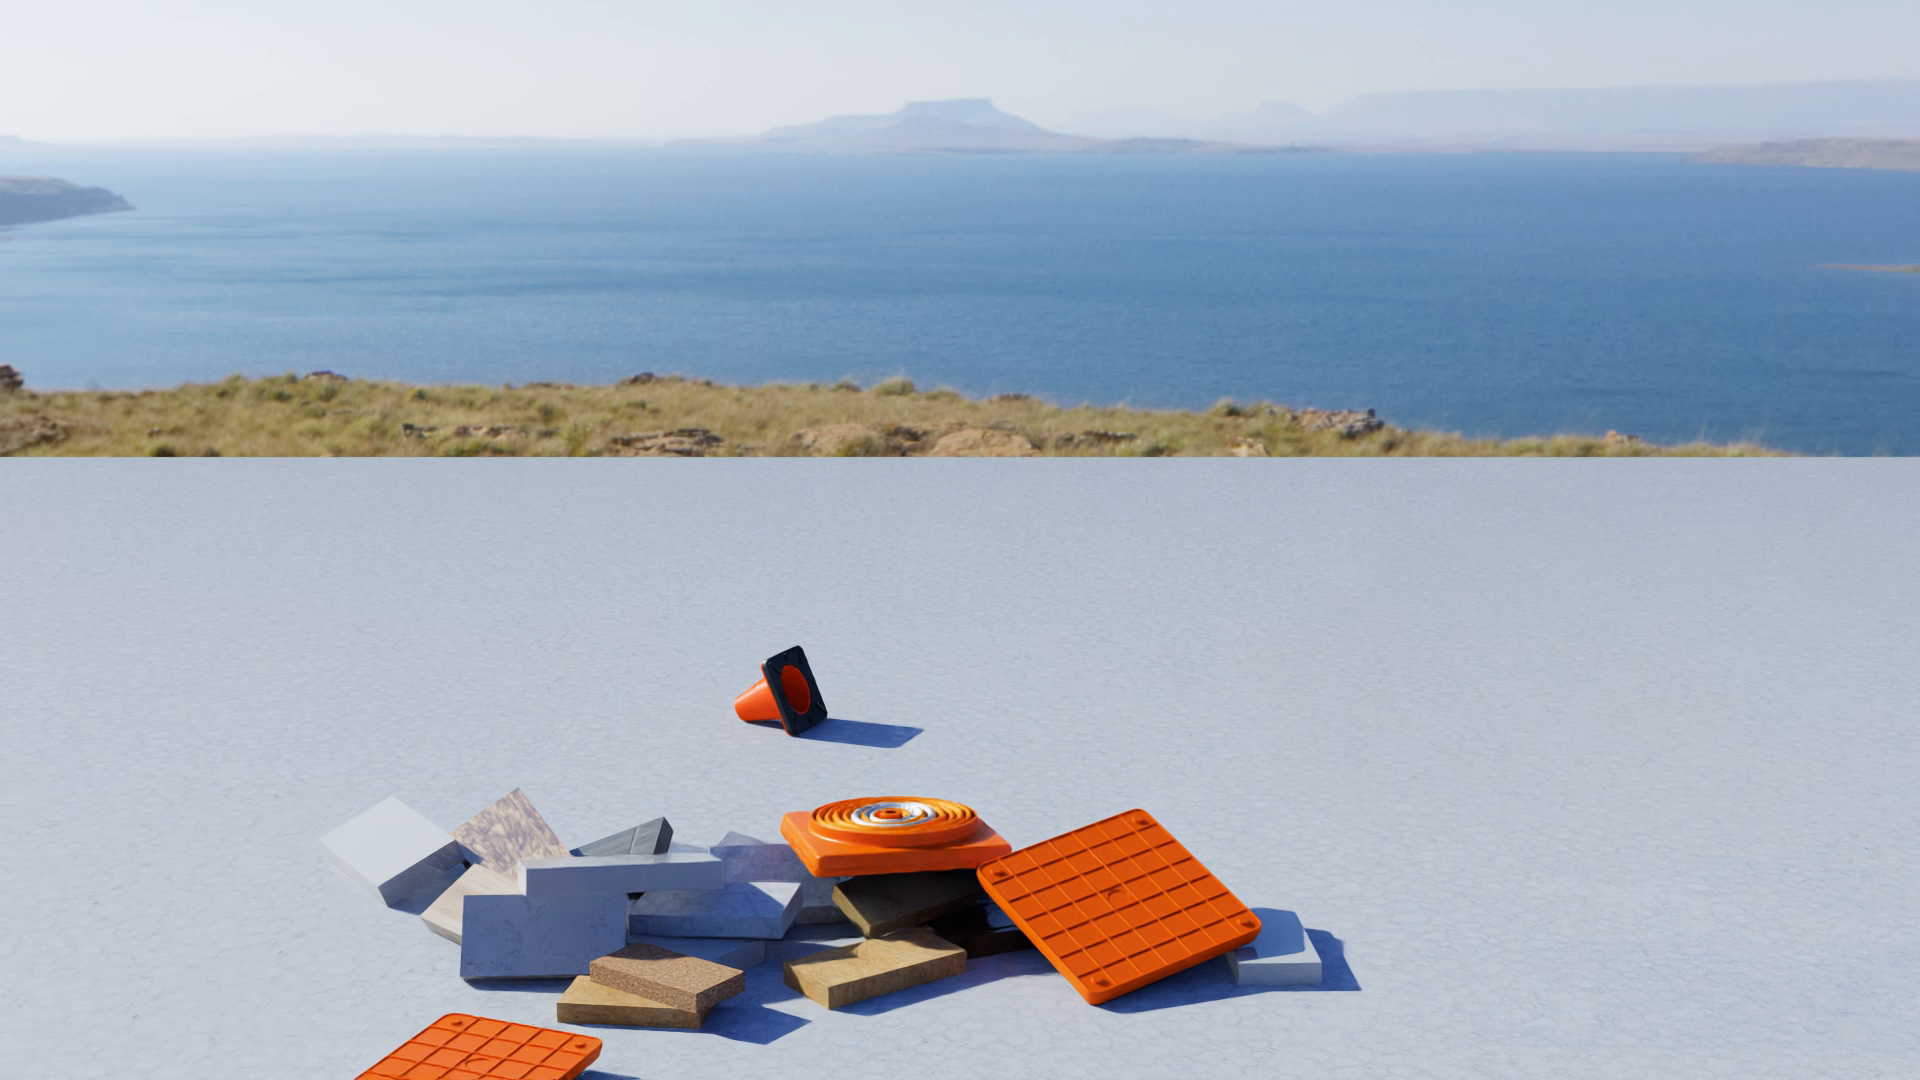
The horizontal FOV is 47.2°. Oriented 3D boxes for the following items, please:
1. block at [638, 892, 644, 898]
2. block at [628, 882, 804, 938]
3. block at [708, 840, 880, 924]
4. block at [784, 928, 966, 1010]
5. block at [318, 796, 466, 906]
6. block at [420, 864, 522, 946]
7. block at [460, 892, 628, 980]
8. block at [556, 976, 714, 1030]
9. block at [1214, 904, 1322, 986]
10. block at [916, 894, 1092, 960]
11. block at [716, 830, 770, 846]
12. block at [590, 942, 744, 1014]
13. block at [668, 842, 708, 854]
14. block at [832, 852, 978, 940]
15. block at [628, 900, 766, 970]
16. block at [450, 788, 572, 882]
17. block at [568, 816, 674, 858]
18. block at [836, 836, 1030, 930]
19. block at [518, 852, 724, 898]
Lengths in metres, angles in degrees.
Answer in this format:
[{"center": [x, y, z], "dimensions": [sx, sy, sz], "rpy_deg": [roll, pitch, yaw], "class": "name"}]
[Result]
[{"center": [-0.483, 0.582, 3.670], "dimensions": [0.103, 0.015, 0.051], "rpy_deg": [0, 11, -2], "class": "block"}, {"center": [-0.376, 0.569, 3.395], "dimensions": [0.243, 0.034, 0.122], "rpy_deg": [-1, 16, 13], "class": "block"}, {"center": [-0.259, 0.554, 3.550], "dimensions": [0.281, 0.040, 0.140], "rpy_deg": [0, 38, -17], "class": "block"}, {"center": [-0.127, 0.641, 3.299], "dimensions": [0.248, 0.035, 0.124], "rpy_deg": [-8, 13, -35], "class": "block"}, {"center": [-0.971, 0.527, 3.748], "dimensions": [0.148, 0.042, 0.296], "rpy_deg": [-31, 25, -27], "class": "block"}, {"center": [-0.727, 0.587, 3.433], "dimensions": [0.243, 0.034, 0.122], "rpy_deg": [11, 46, 44], "class": "block"}, {"center": [-0.623, 0.595, 3.305], "dimensions": [0.243, 0.121, 0.034], "rpy_deg": [-1, -20, -3], "class": "block"}, {"center": [-0.465, 0.667, 3.175], "dimensions": [0.208, 0.029, 0.104], "rpy_deg": [1, 11, 7], "class": "block"}, {"center": [0.472, 0.623, 3.393], "dimensions": [0.124, 0.035, 0.247], "rpy_deg": [0, 11, -2], "class": "block"}, {"center": [0.070, 0.610, 3.467], "dimensions": [0.248, 0.035, 0.124], "rpy_deg": [-5, 12, -24], "class": "block"}, {"center": [-0.294, 0.548, 3.646], "dimensions": [0.229, 0.032, 0.114], "rpy_deg": [17, 13, 6], "class": "block"}, {"center": [-0.425, 0.634, 3.192], "dimensions": [0.208, 0.029, 0.104], "rpy_deg": [7, 13, 35], "class": "block"}, {"center": [-0.431, 0.546, 3.649], "dimensions": [0.229, 0.032, 0.114], "rpy_deg": [12, 13, -9], "class": "block"}, {"center": [-0.085, 0.558, 3.461], "dimensions": [0.208, 0.029, 0.104], "rpy_deg": [-12, 39, -35], "class": "block"}, {"center": [-0.454, 0.621, 3.392], "dimensions": [0.281, 0.040, 0.140], "rpy_deg": [8, 13, 35], "class": "block"}, {"center": [-0.741, 0.526, 3.650], "dimensions": [0.148, 0.042, 0.356], "rpy_deg": [-34, 25, -14], "class": "block"}, {"center": [-0.581, 0.530, 3.568], "dimensions": [0.229, 0.032, 0.114], "rpy_deg": [-21, 26, 15], "class": "block"}, {"center": [-0.043, 0.555, 3.552], "dimensions": [0.281, 0.040, 0.140], "rpy_deg": [-3, 39, -26], "class": "block"}, {"center": [-0.523, 0.513, 3.380], "dimensions": [0.296, 0.042, 0.148], "rpy_deg": [0, -3, -16], "class": "block"}]
